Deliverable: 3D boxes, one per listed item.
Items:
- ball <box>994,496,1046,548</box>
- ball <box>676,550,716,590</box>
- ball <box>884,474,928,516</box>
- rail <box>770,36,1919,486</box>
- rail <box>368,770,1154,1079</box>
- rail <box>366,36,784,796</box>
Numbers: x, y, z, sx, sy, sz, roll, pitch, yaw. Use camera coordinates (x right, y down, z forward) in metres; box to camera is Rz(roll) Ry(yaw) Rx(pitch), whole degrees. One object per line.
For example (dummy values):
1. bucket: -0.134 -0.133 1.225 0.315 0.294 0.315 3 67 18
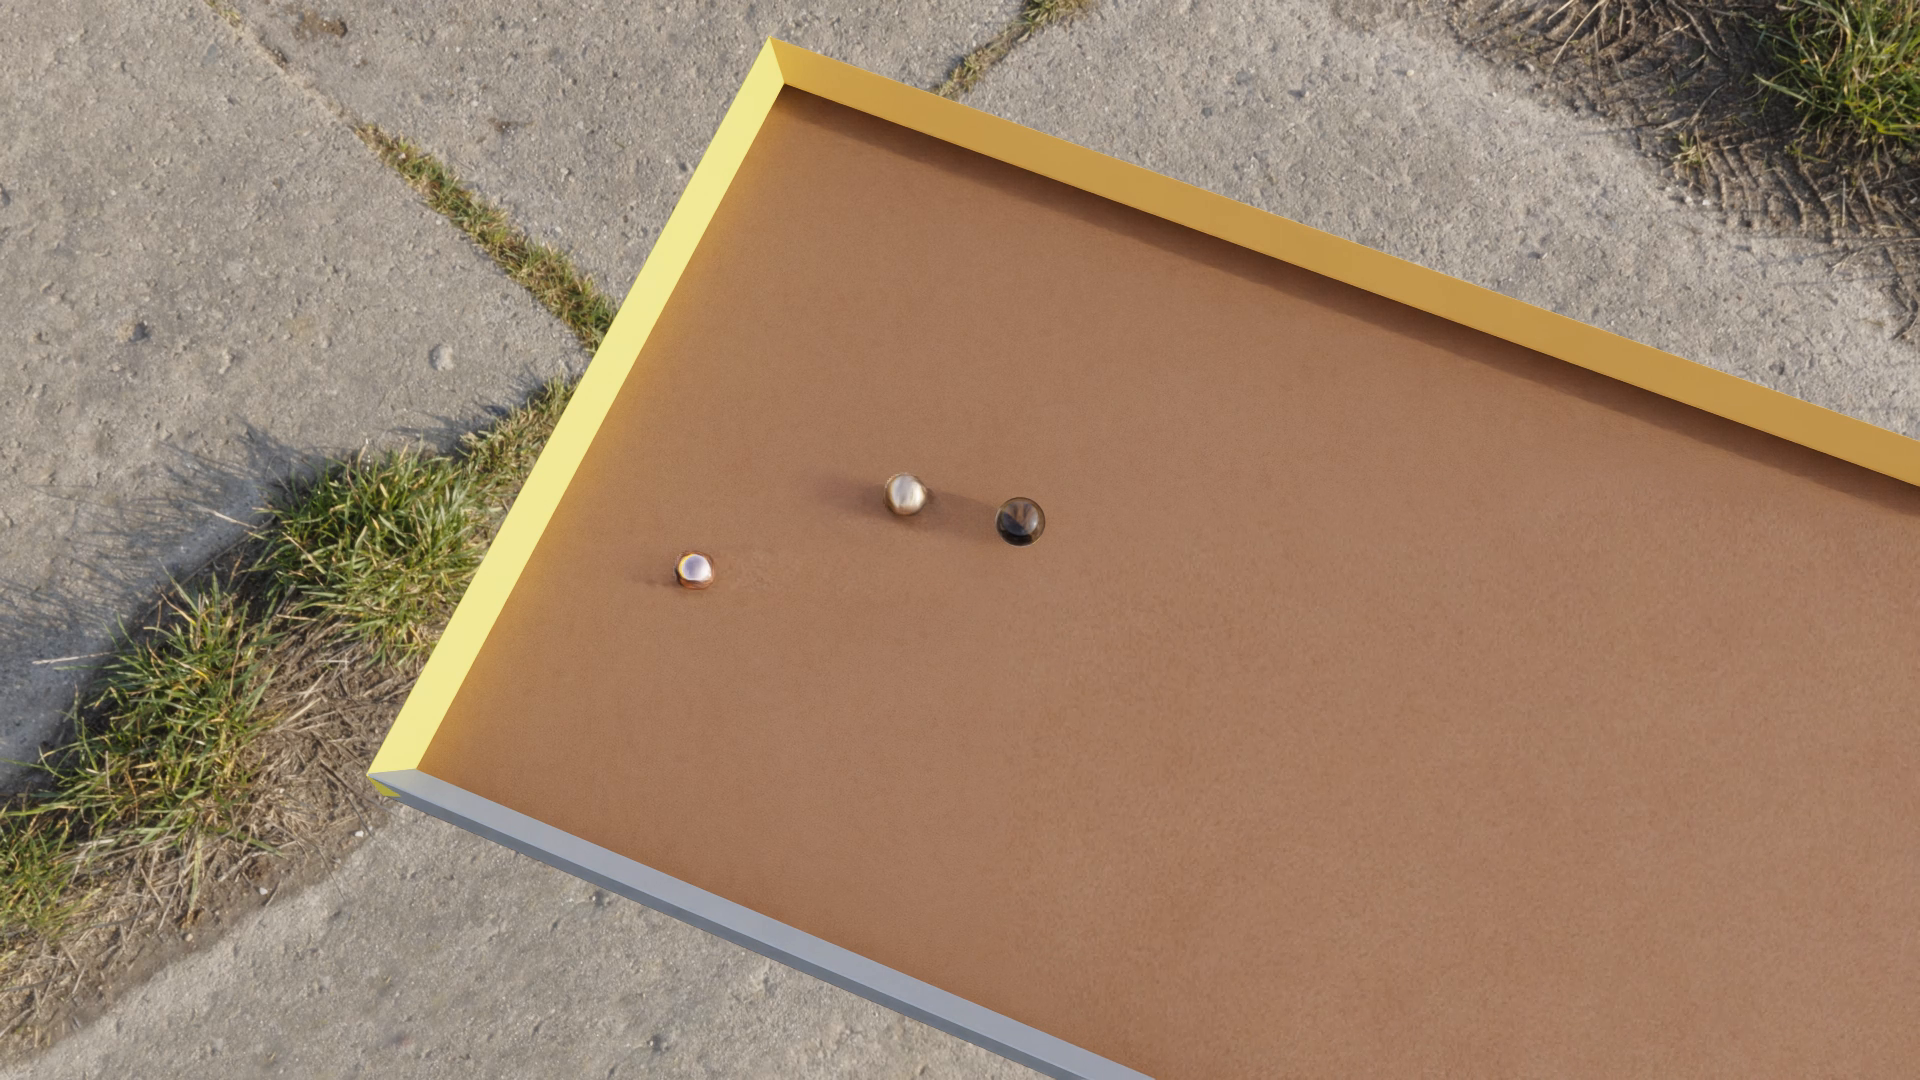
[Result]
1. ball: 0.097 -0.029 3.523 0.081 0.081 0.081 0 67 0
2. ball: -0.420 0.049 3.499 0.064 0.064 0.064 0 67 0
3. ball: -0.087 -0.072 3.548 0.069 0.069 0.069 0 67 0
4. rail: 0.881 -0.364 3.652 2.649 0.105 0.045 21 68 9
5. rail: 0.341 0.822 3.145 2.649 0.105 0.045 21 68 9
6. rail: -0.589 -0.233 3.596 0.045 0.105 1.445 21 68 9
